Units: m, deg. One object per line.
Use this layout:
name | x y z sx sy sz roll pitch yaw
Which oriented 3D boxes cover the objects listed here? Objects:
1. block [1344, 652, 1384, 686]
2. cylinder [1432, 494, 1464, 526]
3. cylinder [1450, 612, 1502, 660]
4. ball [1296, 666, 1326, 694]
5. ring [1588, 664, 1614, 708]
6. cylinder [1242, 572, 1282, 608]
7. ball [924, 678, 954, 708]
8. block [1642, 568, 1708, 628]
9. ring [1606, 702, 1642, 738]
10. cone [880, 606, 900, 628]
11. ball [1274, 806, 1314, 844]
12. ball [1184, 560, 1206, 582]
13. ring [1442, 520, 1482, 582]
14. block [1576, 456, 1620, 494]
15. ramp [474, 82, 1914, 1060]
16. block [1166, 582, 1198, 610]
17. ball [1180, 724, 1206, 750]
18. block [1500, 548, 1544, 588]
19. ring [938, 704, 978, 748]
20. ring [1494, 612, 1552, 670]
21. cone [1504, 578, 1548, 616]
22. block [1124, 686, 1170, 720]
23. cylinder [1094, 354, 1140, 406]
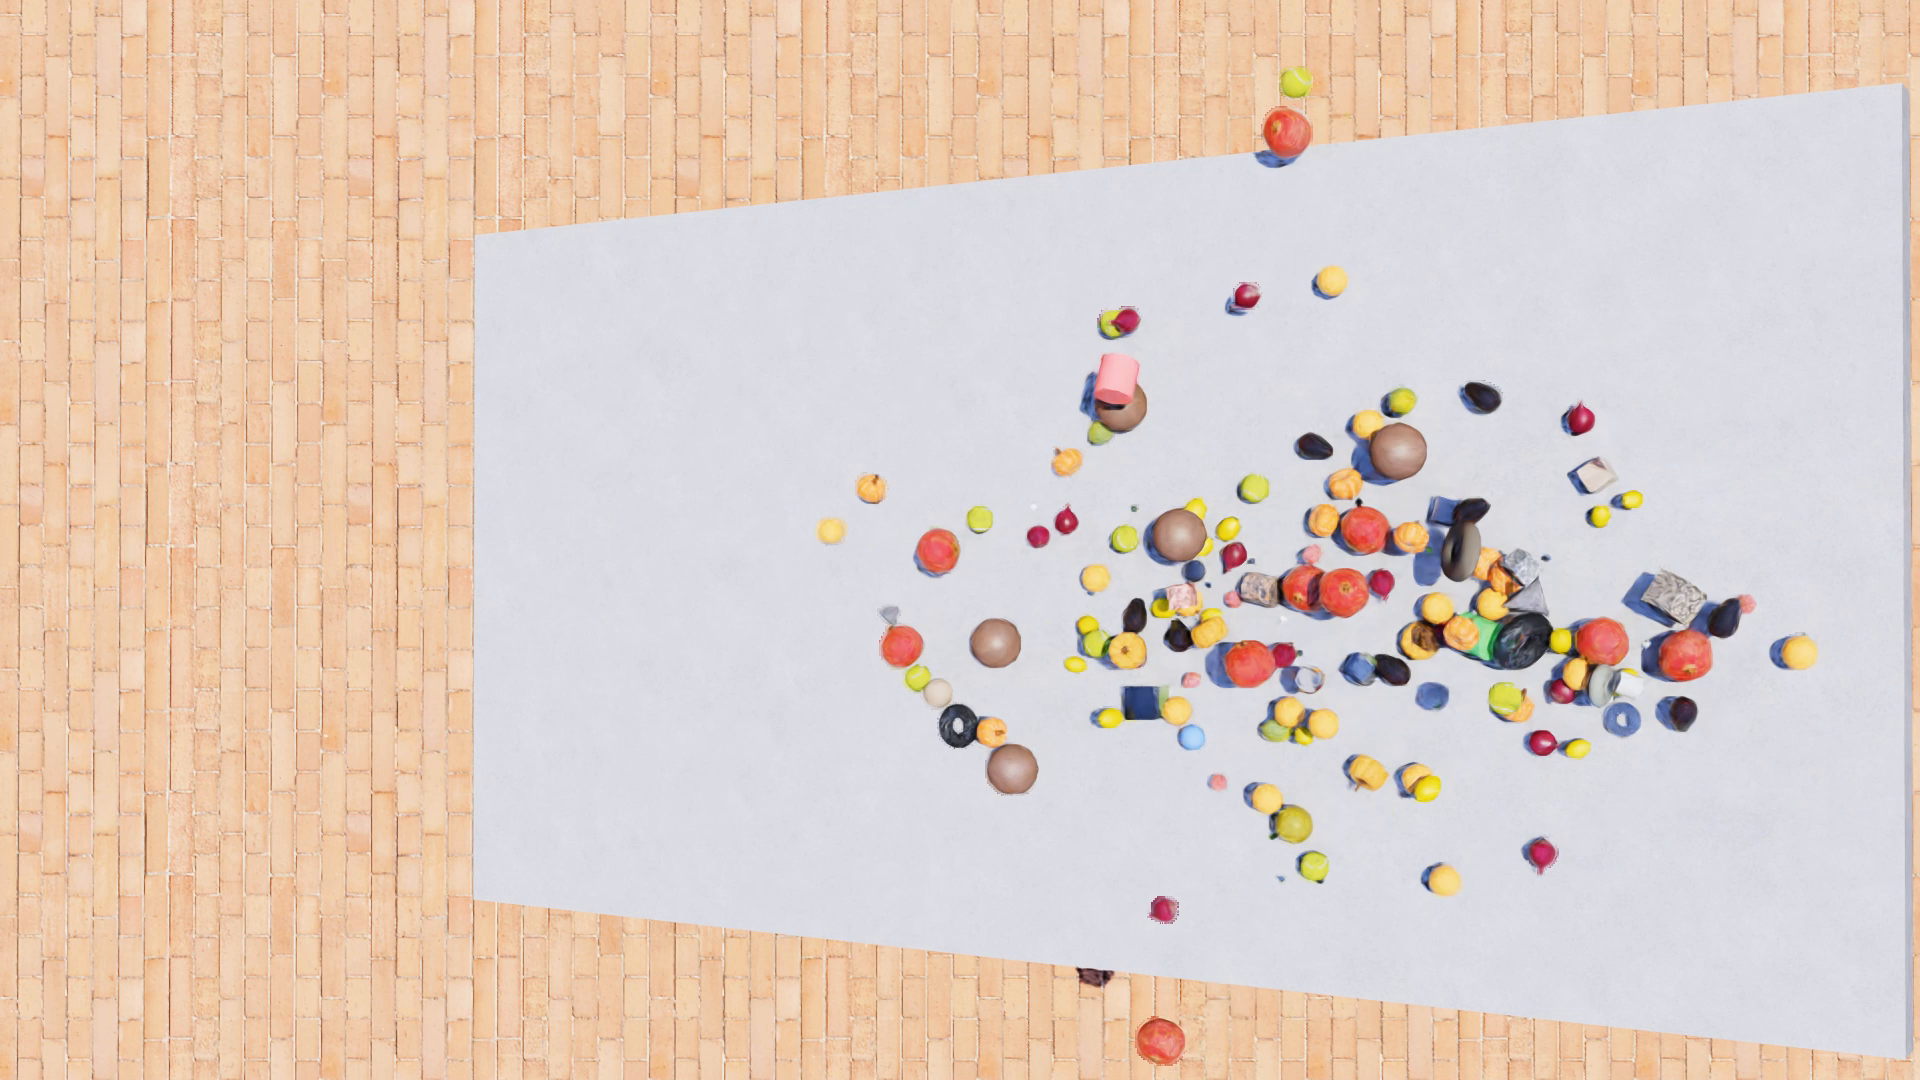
block | 0.934 0.298 5.087 0.055 0.055 0.055 47 113 33
cylinder | 1.104 -0.067 4.981 0.060 0.060 0.060 12 101 0
cylinder | 1.156 0.215 4.912 0.086 0.086 0.086 -13 113 -33
ball | 0.801 0.319 5.027 0.066 0.066 0.066 0 89 0
ring | 1.384 0.313 4.746 0.032 0.097 0.097 10 89 36
cylinder | 0.717 0.117 5.218 0.073 0.073 0.073 14 89 31
ball | -0.056 0.396 5.694 0.078 0.078 0.078 0 89 0
block | 1.516 0.123 4.666 0.079 0.079 0.079 31 92 -33
ring | 1.444 0.392 4.790 0.078 0.026 0.078 -1 89 31
cone | -0.179 0.209 5.803 0.055 0.055 0.055 -15 111 0
ball | 0.784 0.668 5.160 0.091 0.091 0.091 0 89 0
ball | 0.569 0.075 5.321 0.055 0.055 0.055 0 89 0
ring | 1.090 0.024 4.783 0.045 0.135 0.135 11 89 -12
block | 1.394 -0.142 4.807 0.057 0.057 0.057 -38 70 26
ramp | 0.262 0.072 5.603 4.000 0.100 2.000 0 89 32
block | 0.524 0.132 5.180 0.054 0.054 0.054 -10 91 25
ball | 0.563 0.478 5.317 0.062 0.062 0.062 0 89 0
block | 1.229 0.060 4.811 0.054 0.054 0.054 -44 114 -1
ring | -0.004 0.481 5.684 0.116 0.039 0.116 -1 88 33
ring | 1.241 0.224 4.848 0.147 0.049 0.147 -15 129 -19
cone | 1.243 0.135 4.858 0.092 0.092 0.092 -15 89 15
block | 0.457 0.396 5.373 0.079 0.079 0.079 -2 88 32
cylinder | 0.371 -0.380 5.201 0.093 0.093 0.093 14 74 0
